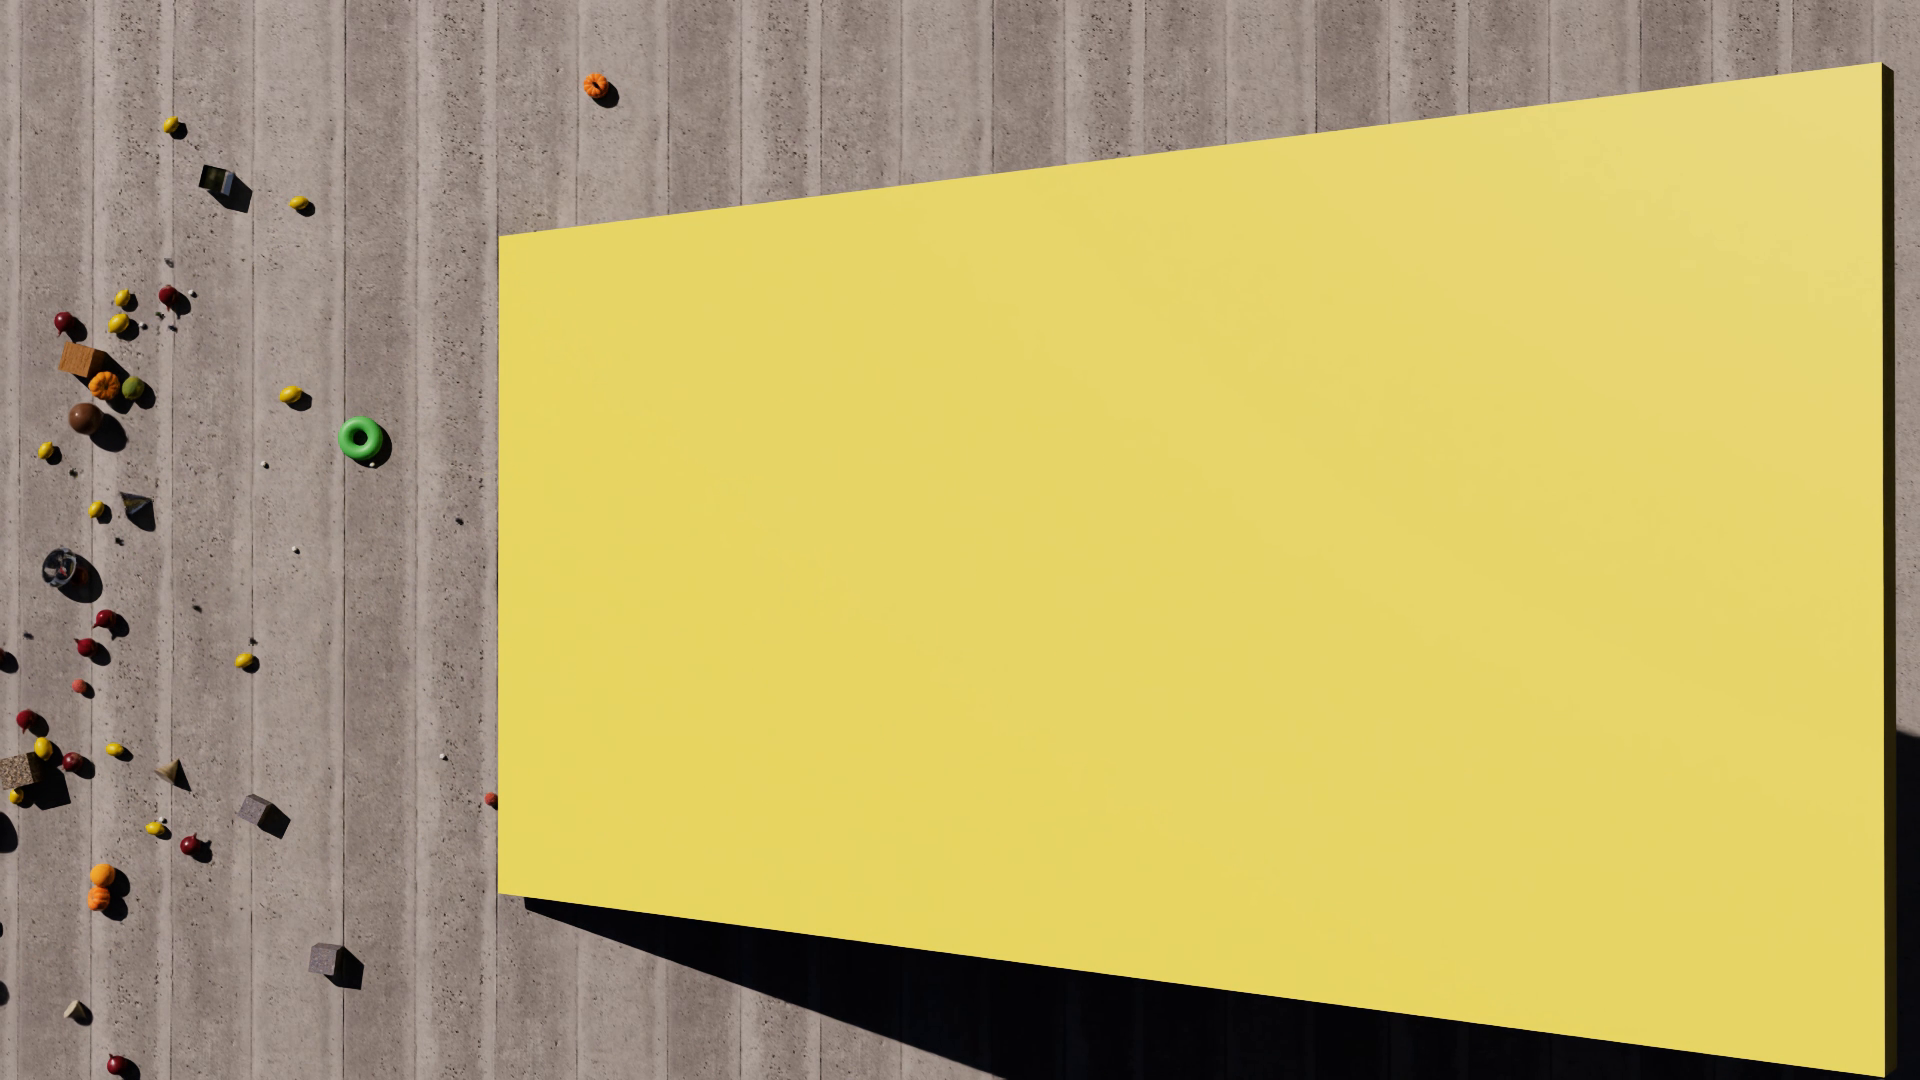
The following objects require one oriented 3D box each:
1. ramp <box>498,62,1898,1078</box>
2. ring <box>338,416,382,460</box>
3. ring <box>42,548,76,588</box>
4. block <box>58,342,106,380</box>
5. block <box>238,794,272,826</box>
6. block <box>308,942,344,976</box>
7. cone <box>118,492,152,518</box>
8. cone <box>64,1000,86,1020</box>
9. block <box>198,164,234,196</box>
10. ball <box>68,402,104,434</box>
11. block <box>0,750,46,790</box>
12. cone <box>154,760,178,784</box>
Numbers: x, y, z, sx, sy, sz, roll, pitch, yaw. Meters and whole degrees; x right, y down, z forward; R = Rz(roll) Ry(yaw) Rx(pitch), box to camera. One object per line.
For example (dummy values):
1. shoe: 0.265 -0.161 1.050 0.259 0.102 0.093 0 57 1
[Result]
1. ramp: 0.236 0.066 5.557 4.000 0.100 2.000 0 89 36
2. ring: -1.843 -0.313 6.761 0.136 0.045 0.136 0 90 -1
3. ring: -2.761 0.083 6.738 0.129 0.043 0.129 -11 67 26
4. block: -2.691 -0.550 6.740 0.090 0.090 0.090 16 90 0
5. block: -2.161 0.826 6.741 0.067 0.067 0.067 26 90 0
6. block: -1.941 1.282 6.733 0.077 0.077 0.077 8 90 0
7. cone: -2.529 -0.118 6.762 0.090 0.090 0.090 -16 90 -27
8. cone: -2.708 1.457 6.757 0.061 0.061 0.061 -46 116 0
9. block: -2.284 -1.105 6.754 0.071 0.071 0.071 13 90 0
10. ball: -2.676 -0.372 6.734 0.100 0.100 0.100 0 90 0
11. block: -2.872 0.705 6.729 0.094 0.094 0.094 -14 90 0
12. cone: -2.424 0.700 6.760 0.074 0.074 0.074 32 63 0
